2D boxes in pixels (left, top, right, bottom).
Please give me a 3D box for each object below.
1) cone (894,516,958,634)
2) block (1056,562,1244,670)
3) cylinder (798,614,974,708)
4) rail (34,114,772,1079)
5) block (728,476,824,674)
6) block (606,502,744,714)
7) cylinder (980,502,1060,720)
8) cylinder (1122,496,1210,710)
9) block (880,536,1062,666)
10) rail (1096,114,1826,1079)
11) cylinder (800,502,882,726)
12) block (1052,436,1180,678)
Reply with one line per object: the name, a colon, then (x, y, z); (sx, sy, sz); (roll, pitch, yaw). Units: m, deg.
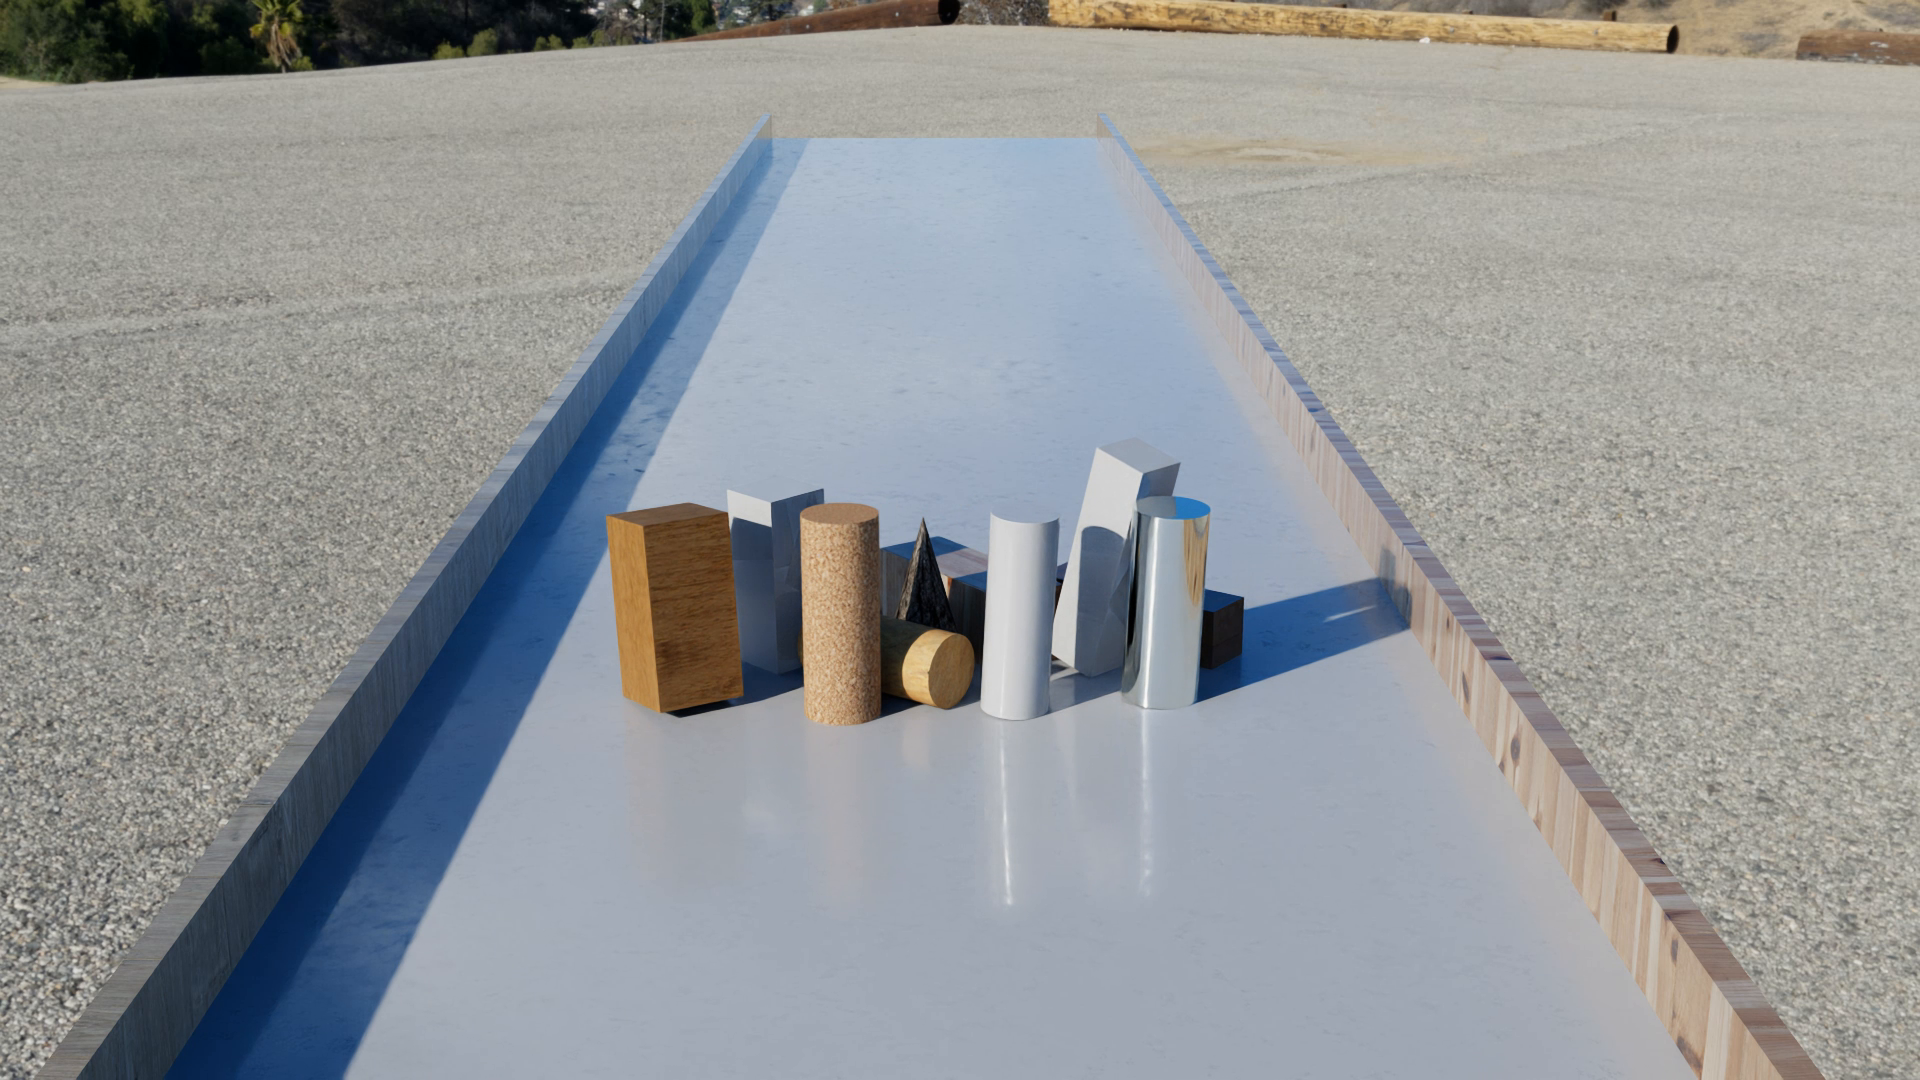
cone: (-0.072, 0.103, 4.330); (0.175, 0.313, 0.175); (0, 17, 0)
block: (0.367, 0.150, 4.510); (0.419, 0.120, 0.120); (12, 20, 35)
cylinder: (-0.144, 0.220, 4.235); (0.322, 0.144, 0.144); (12, 20, 35)
rail: (-1.118, -0.838, 7.780); (0.050, 0.150, 12.000); (0, 17, -1)
block: (-0.359, 0.068, 4.371); (0.135, 0.354, 0.135); (-17, 24, -41)
block: (-0.539, 0.124, 4.158); (0.173, 0.353, 0.173); (-10, 12, -31)
cylinder: (0.111, 0.133, 4.095); (0.129, 0.384, 0.129); (3, 18, -1)
cylinder: (0.388, 0.118, 4.160); (0.146, 0.376, 0.146); (2, 18, -1)
block: (0.018, 0.128, 4.523); (0.156, 0.156, 0.423); (-12, 20, -35)
rail: (0.932, -0.844, 7.801); (0.050, 0.150, 12.000); (0, 17, -1)
cylinder: (-0.220, 0.137, 4.082); (0.144, 0.389, 0.144); (0, 17, 0)
block: (0.297, 0.036, 4.286); (0.117, 0.453, 0.117); (32, 33, 34)
